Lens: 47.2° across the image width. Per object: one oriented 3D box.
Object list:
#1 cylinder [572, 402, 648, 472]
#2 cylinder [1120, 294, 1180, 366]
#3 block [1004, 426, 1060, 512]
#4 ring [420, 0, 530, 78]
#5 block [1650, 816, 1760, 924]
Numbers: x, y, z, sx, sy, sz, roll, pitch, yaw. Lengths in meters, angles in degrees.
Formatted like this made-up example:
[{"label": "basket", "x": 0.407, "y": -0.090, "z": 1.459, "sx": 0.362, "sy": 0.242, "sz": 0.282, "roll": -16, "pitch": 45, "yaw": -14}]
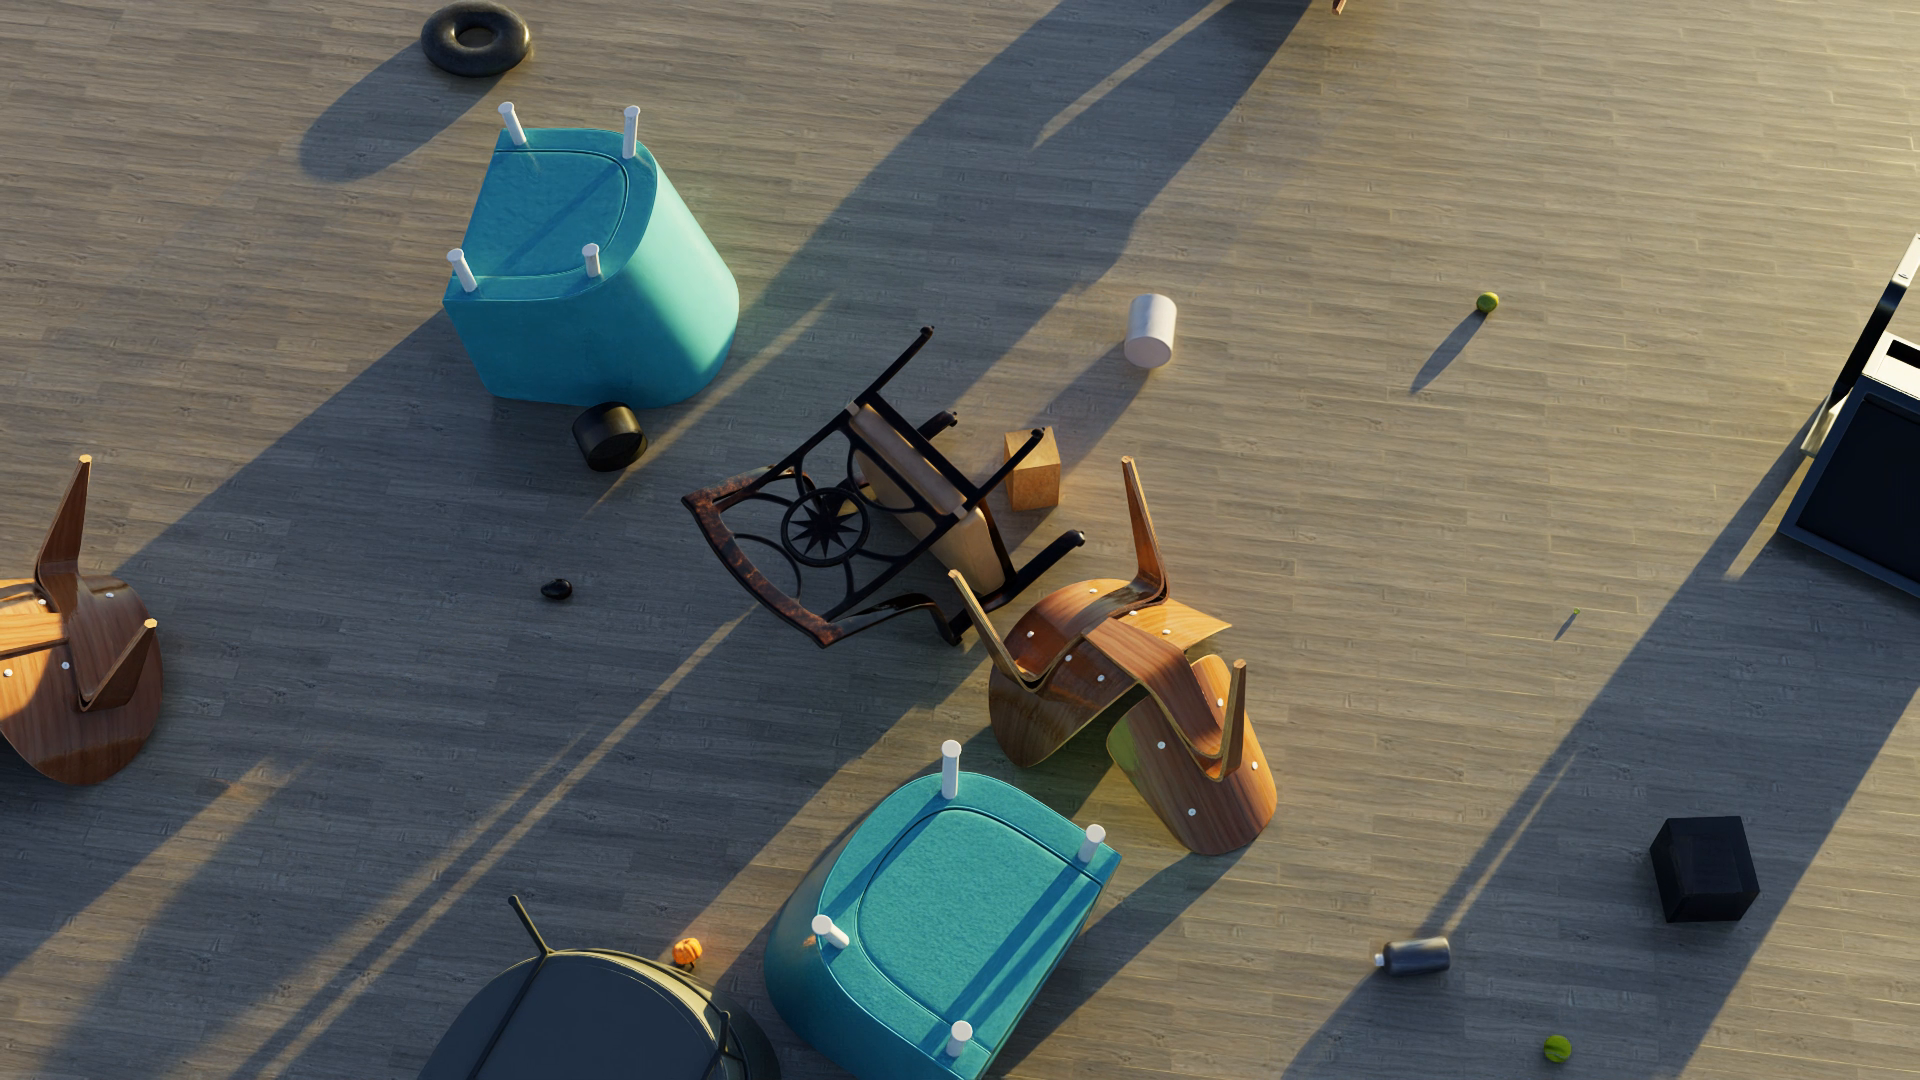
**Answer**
[{"label": "cylinder", "x": -1.064, "y": -0.313, "z": 6.683, "sx": 0.194, "sy": 0.170, "sz": 0.131, "roll": -19, "pitch": 58, "yaw": -18}, {"label": "cylinder", "x": 0.599, "y": -0.659, "z": 6.923, "sx": 0.150, "sy": 0.155, "sz": 0.175, "roll": 11, "pitch": 72, "yaw": 26}, {"label": "block", "x": 0.215, "y": -0.212, "z": 6.586, "sx": 0.141, "sy": 0.216, "sz": 0.138, "roll": -9, "pitch": 57, "yaw": -6}, {"label": "ring", "x": -1.696, "y": -1.758, "z": 7.705, "sx": 0.402, "sy": 0.082, "sz": 0.358, "roll": 27, "pitch": 59, "yaw": 18}, {"label": "block", "x": 1.986, "y": 0.880, "z": 5.873, "sx": 0.197, "sy": 0.183, "sz": 0.219, "roll": -2, "pitch": 56, "yaw": -1}]
